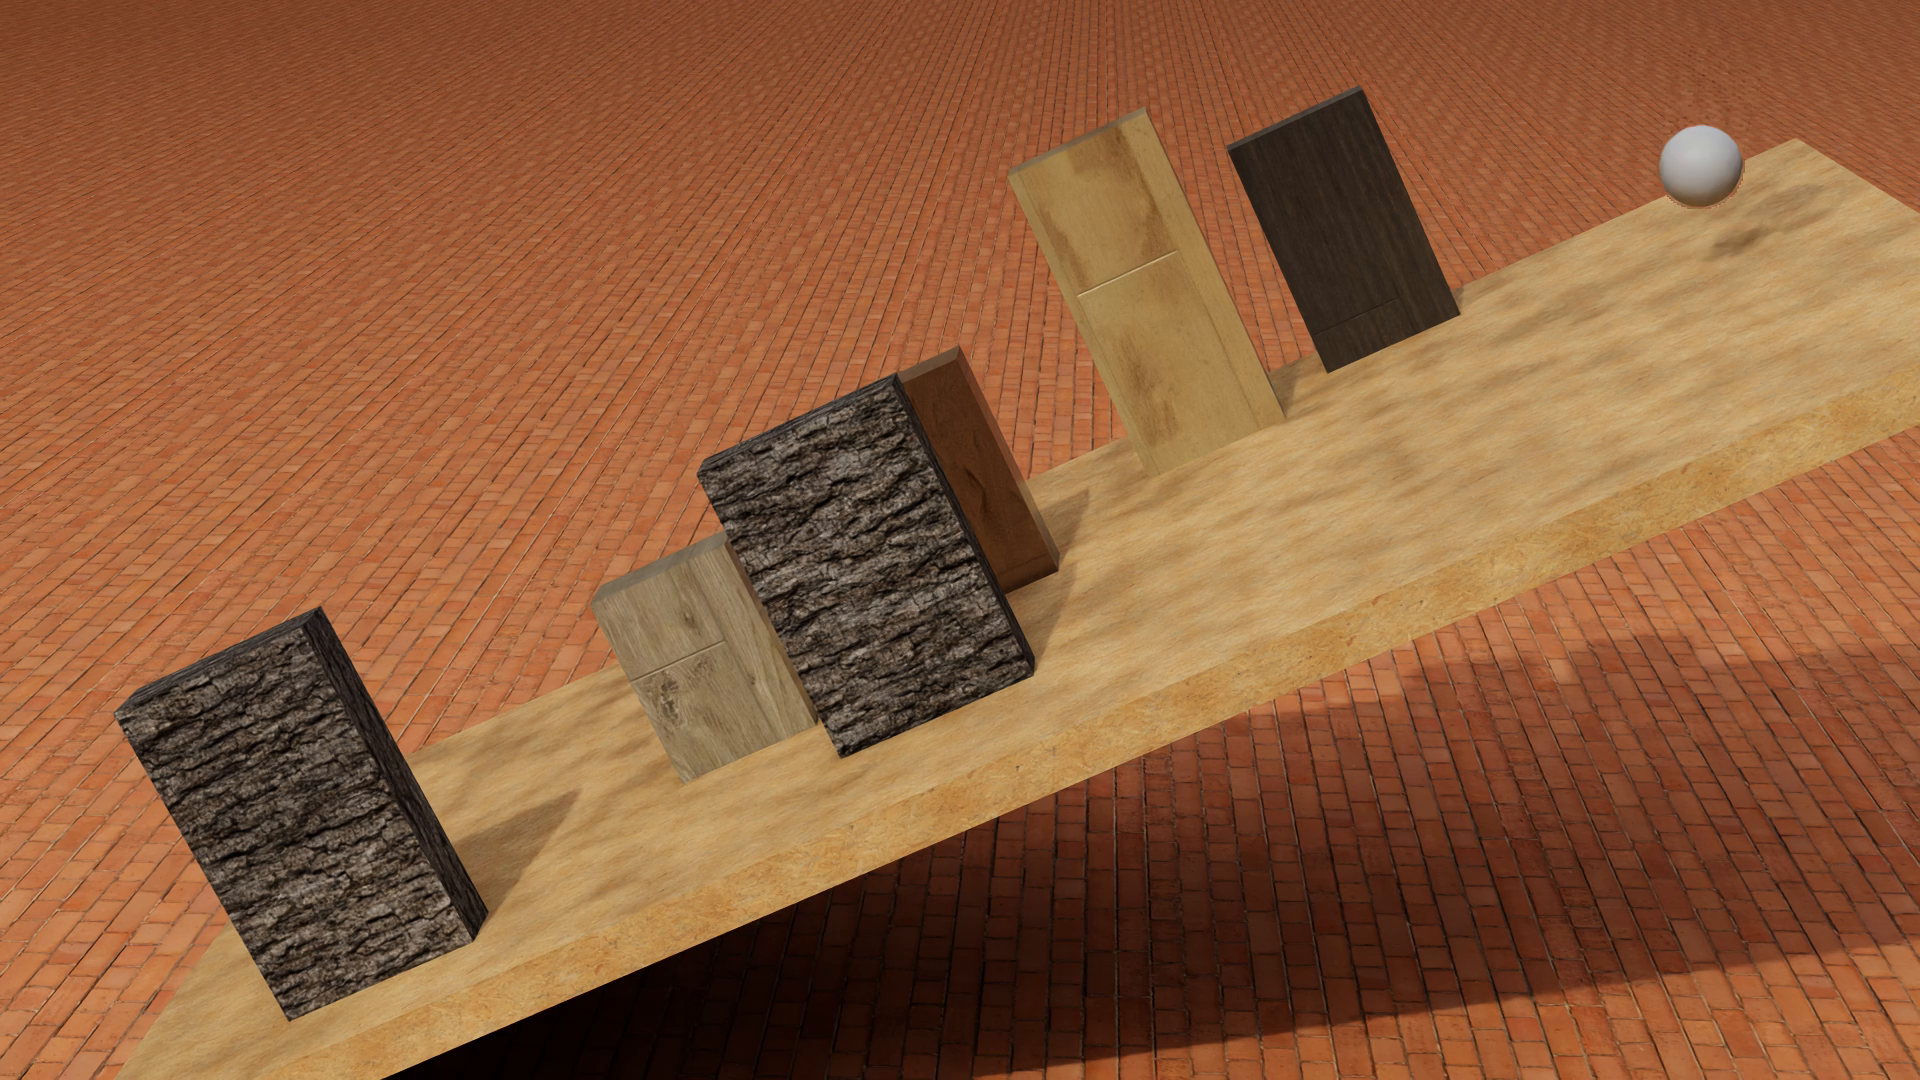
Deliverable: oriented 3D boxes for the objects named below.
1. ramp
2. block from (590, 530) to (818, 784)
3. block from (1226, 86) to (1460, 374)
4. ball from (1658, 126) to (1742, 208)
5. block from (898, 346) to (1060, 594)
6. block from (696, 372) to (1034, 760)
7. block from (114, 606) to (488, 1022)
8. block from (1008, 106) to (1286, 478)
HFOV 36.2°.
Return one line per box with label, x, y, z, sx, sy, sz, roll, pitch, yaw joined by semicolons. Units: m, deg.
ramp;0.136;0.169;6.282;4.000;0.100;2.000;-24;13;9
block;-0.523;0.239;6.094;0.309;0.425;0.141;-24;13;9
block;0.887;-0.716;6.802;0.334;0.572;0.085;-24;13;9
ball;1.524;-0.769;6.054;0.168;0.168;0.168;0;16;0
block;-0.055;-0.105;6.350;0.355;0.512;0.142;-24;13;9
block;-0.178;0.053;5.701;0.416;0.633;0.115;-24;13;9
block;-1.282;0.538;5.754;0.415;0.704;0.148;-24;13;9
block;0.422;-0.554;6.629;0.337;0.762;0.112;-24;13;9
